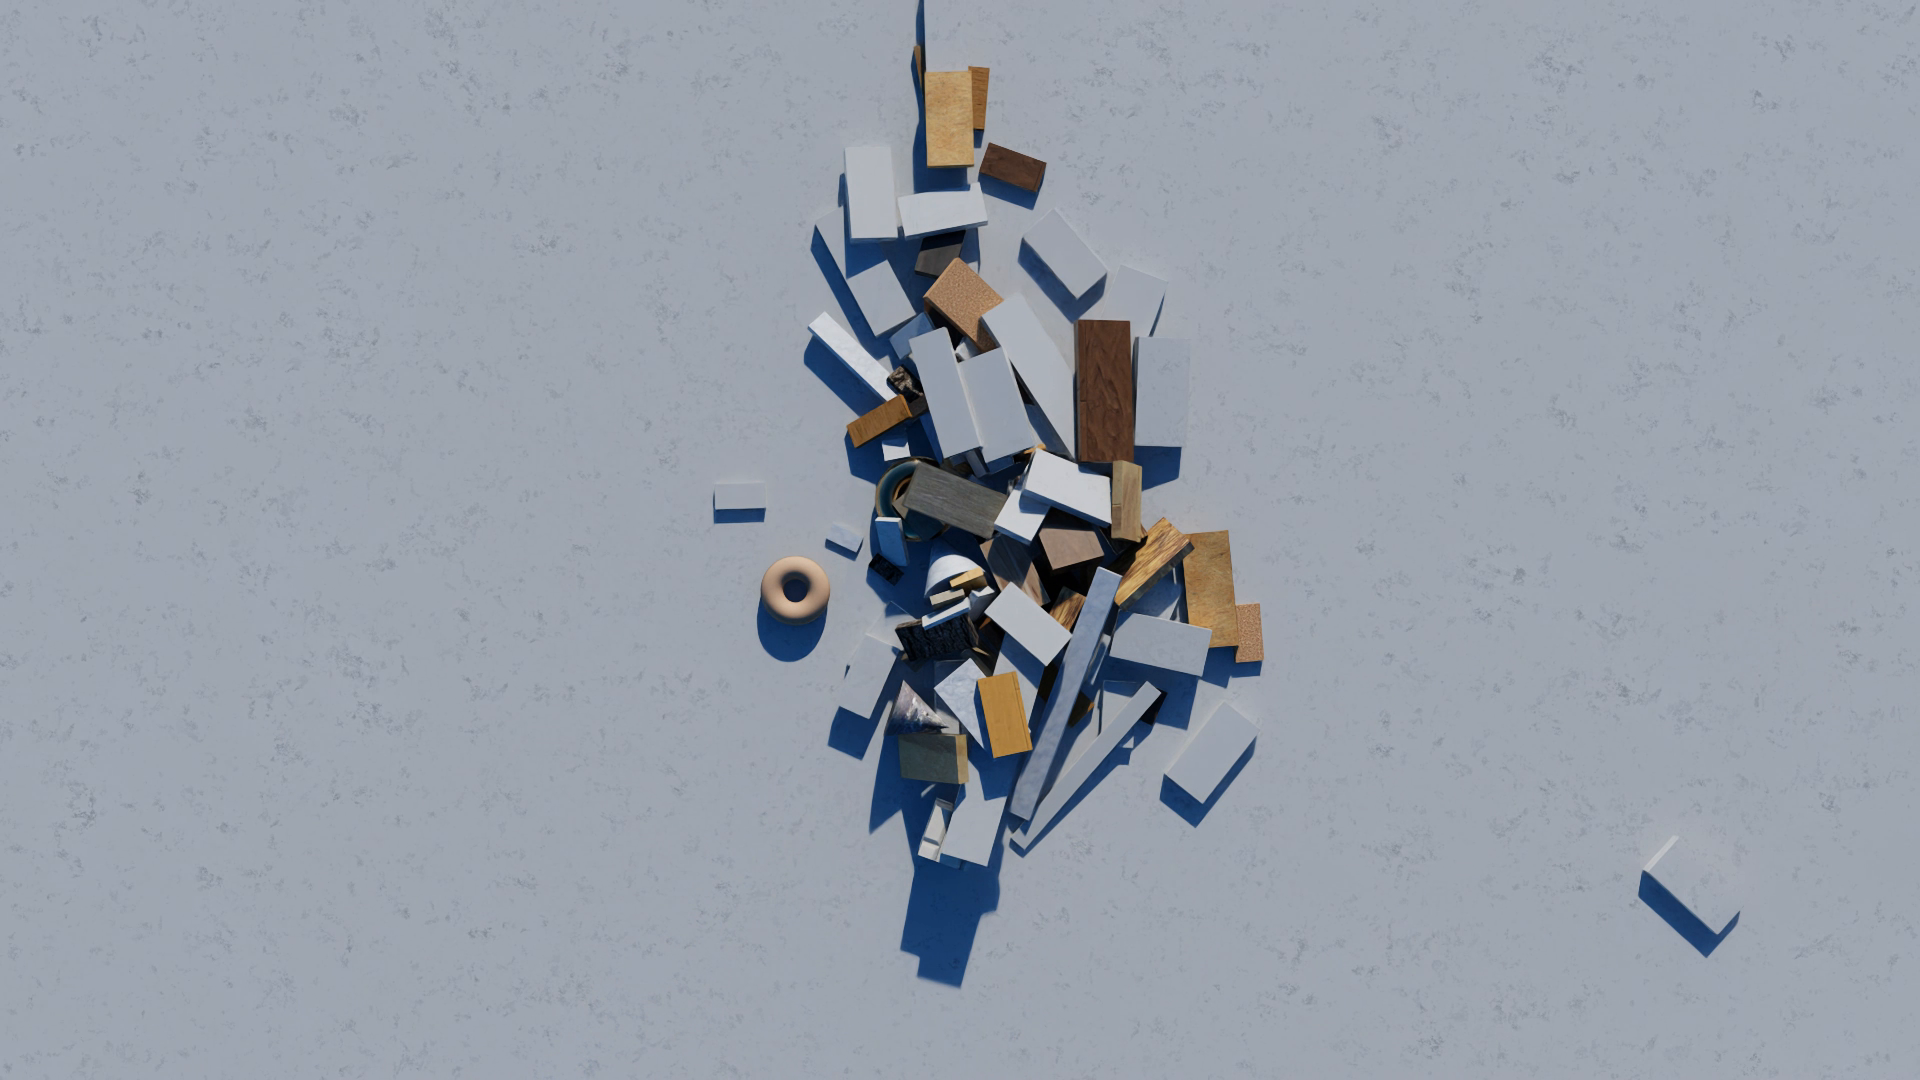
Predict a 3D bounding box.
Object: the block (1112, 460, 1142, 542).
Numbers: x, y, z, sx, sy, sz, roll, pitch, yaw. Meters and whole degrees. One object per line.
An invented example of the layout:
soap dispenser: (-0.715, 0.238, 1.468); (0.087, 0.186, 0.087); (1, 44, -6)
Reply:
block: (0.544, -0.124, 5.378); (0.036, 0.126, 0.252); (-3, 81, 36)

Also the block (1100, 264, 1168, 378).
block: (0.529, -0.663, 5.476); (0.169, 0.048, 0.468); (20, 90, 0)

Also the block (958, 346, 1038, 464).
block: (0.115, -0.435, 5.335); (0.169, 0.048, 0.338); (-19, 84, 15)

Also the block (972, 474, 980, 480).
block: (0.038, -0.155, 5.427); (0.208, 0.028, 0.099); (47, 65, -14)

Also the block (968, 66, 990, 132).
block: (0.039, -1.469, 5.486); (0.102, 0.029, 0.203); (5, 90, 0)

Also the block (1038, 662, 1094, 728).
block: (0.333, 0.510, 5.485); (0.216, 0.031, 0.108); (45, 90, 0)

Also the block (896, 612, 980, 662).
block: (-0.073, 0.311, 5.374); (0.254, 0.036, 0.126); (-14, 114, 26)

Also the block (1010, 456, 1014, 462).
block: (0.110, -0.329, 5.449); (0.028, 0.099, 0.197); (-29, 90, 22)

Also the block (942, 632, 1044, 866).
block: (0.118, 0.664, 5.321); (0.152, 0.043, 0.753); (16, 87, -1)

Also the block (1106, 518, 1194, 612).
block: (0.606, 0.079, 5.430); (0.311, 0.155, 0.044); (-42, 135, 0)

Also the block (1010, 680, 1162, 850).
block: (0.416, 0.747, 5.467); (0.061, 0.017, 0.692); (41, 94, 0)

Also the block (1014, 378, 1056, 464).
block: (0.222, -0.403, 5.466); (0.138, 0.039, 0.276); (-12, 90, -13)

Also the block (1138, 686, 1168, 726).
block: (0.637, 0.550, 5.491); (0.061, 0.017, 0.122); (25, 90, 0)

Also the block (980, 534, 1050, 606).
block: (0.179, 0.109, 5.365); (0.132, 0.037, 0.264); (-25, 85, 1)

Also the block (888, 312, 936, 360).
block: (-0.154, -0.674, 5.443); (0.163, 0.023, 0.081); (-34, 79, 30)

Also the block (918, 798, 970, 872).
block: (-0.028, 0.967, 5.416); (0.169, 0.169, 0.169); (20, 90, 0)

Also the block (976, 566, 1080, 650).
block: (0.226, 0.212, 5.438); (0.351, 0.039, 0.139); (-38, 133, 0)

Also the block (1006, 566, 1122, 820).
block: (0.339, 0.507, 5.390); (0.084, 0.024, 0.876); (23, 102, 17)

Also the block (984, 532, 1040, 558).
block: (0.232, -0.014, 5.439); (0.280, 0.035, 0.124); (-29, 91, -10)

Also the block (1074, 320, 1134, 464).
block: (0.470, -0.485, 5.394); (0.178, 0.050, 0.464); (0, 87, -13)

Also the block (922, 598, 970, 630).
block: (-0.045, 0.238, 5.311); (0.164, 0.056, 0.016); (-24, 121, 11)

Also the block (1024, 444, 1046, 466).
block: (0.255, -0.259, 5.437); (0.070, 0.140, 0.020); (-15, 54, 0)

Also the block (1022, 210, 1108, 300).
block: (0.349, -0.948, 5.480); (0.138, 0.039, 0.276); (-41, 90, 0)

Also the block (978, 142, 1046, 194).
block: (0.175, -1.238, 5.486); (0.203, 0.029, 0.102); (20, 90, 0)

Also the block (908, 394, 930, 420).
block: (-0.111, -0.453, 5.420); (0.149, 0.016, 0.057); (-33, 54, 6)

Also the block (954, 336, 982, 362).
block: (0.042, -0.598, 5.437); (0.140, 0.020, 0.070); (46, 59, -36)

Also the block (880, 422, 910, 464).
block: (-0.219, -0.340, 5.458); (0.084, 0.024, 0.168); (-11, 68, 0)

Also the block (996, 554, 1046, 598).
block: (0.236, 0.142, 5.446); (0.247, 0.035, 0.124); (-38, 131, 0)

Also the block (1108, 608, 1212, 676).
block: (0.659, 0.337, 5.428); (0.310, 0.044, 0.155); (12, 93, 1)

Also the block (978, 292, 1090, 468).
block: (0.291, -0.518, 5.405); (0.154, 0.044, 0.598); (-34, 94, -13)

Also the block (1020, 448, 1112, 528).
block: (0.362, -0.168, 5.350); (0.309, 0.044, 0.154); (22, 64, -11)

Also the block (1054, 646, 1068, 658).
block: (0.319, 0.373, 5.446); (0.216, 0.108, 0.031); (-1, 90, 0)

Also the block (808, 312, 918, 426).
block: (-0.308, -0.566, 5.471); (0.472, 0.023, 0.081); (44, 63, 0)

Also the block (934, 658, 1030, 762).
block: (0.071, 0.543, 5.282); (0.152, 0.043, 0.304); (-40, 89, -3)

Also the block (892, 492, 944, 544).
block: (-0.137, -0.080, 5.396); (0.084, 0.024, 0.167); (-40, 89, 2)

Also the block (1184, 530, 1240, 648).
block: (0.828, 0.164, 5.463); (0.155, 0.044, 0.380); (-6, 90, 11)

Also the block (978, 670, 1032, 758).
block: (0.142, 0.554, 5.244); (0.126, 0.036, 0.253); (-12, 88, -2)

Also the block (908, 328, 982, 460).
block: (-0.047, -0.475, 5.337); (0.126, 0.036, 0.406); (-18, 84, 14)

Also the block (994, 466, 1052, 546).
block: (0.226, -0.119, 5.348); (0.132, 0.037, 0.264); (26, 63, 8)

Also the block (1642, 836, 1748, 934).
block: (2.443, 1.145, 5.478); (0.310, 0.044, 0.155); (42, 90, 0)

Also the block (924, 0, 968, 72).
block: (-0.043, -1.564, 5.451); (0.138, 0.039, 0.626); (-2, 90, 0)

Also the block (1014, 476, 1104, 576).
block: (0.321, -0.067, 5.380); (0.178, 0.050, 0.356); (-15, 64, -12)

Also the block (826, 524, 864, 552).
block: (-0.384, -0.007, 5.492); (0.113, 0.016, 0.056); (25, 90, 0)

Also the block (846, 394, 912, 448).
block: (-0.267, -0.391, 5.440); (0.221, 0.024, 0.084); (-29, 74, 21)

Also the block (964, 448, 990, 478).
block: (0.036, -0.347, 5.429); (0.039, 0.138, 0.276); (-29, 91, 31)

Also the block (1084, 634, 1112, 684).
block: (0.456, 0.392, 5.458); (0.024, 0.084, 0.167); (21, 90, 0)

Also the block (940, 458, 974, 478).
block: (-0.009, -0.233, 5.389); (0.113, 0.016, 0.057); (25, 72, -23)
